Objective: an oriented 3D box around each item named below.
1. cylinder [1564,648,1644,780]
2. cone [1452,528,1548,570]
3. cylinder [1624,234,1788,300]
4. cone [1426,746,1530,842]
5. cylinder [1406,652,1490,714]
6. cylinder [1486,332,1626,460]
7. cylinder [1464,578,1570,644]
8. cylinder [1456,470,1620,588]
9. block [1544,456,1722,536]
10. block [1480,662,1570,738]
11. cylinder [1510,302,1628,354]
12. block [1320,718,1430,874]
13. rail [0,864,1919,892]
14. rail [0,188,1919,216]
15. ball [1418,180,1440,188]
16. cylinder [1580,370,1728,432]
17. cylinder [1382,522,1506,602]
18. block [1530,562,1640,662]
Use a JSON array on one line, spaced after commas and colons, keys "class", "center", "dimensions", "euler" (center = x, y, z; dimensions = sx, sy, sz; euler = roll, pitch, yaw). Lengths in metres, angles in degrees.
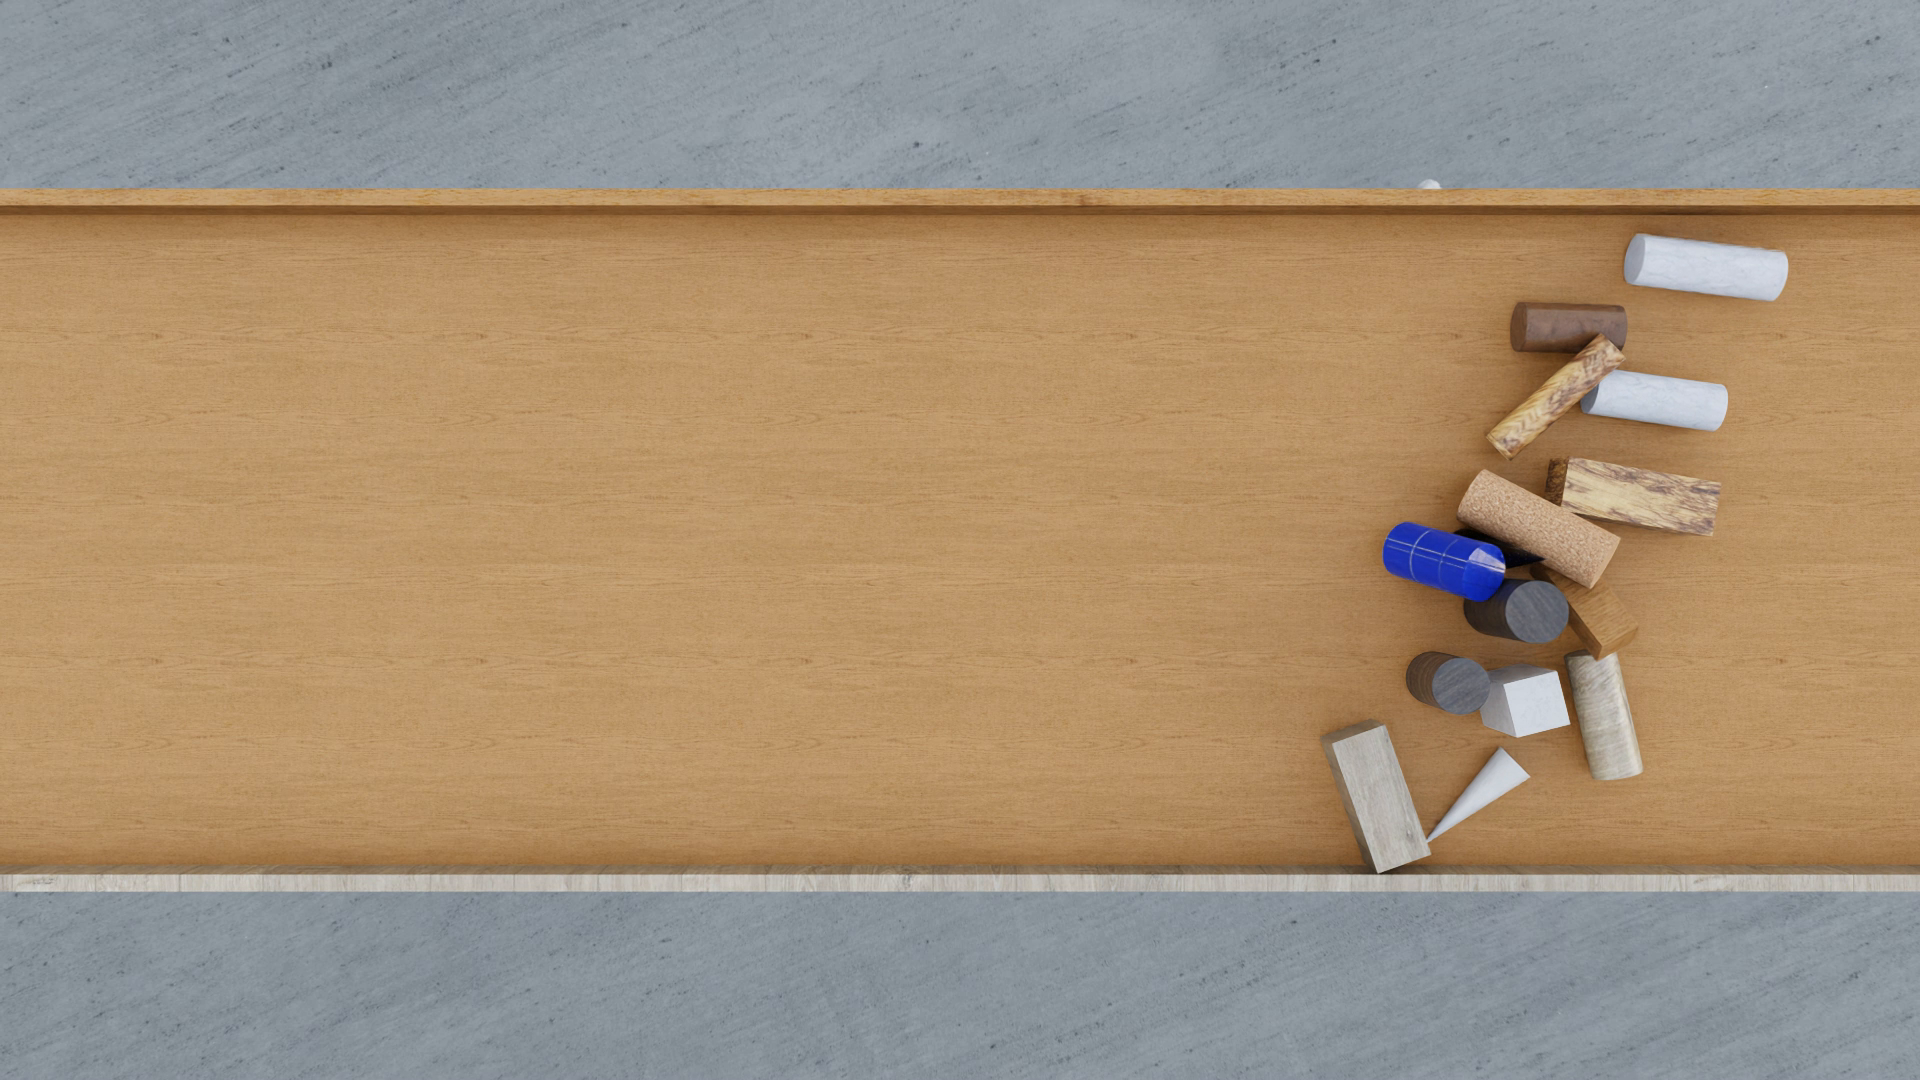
[{"class": "cylinder", "center": [1.951, 0.523, 5.001], "dimensions": [0.151, 0.151, 0.380], "euler": [-13, 90, 0]}, {"class": "cone", "center": [1.599, 0.048, 4.841], "dimensions": [0.153, 0.448, 0.153], "euler": [0, 92, -13]}, {"class": "cylinder", "center": [2.258, -0.827, 5.000], "dimensions": [0.429, 0.153, 0.153], "euler": [7, 90, 0]}, {"class": "cone", "center": [1.550, 0.812, 5.045], "dimensions": [0.126, 0.126, 0.397], "euler": [45, 99, 0]}, {"class": "cylinder", "center": [1.446, 0.422, 4.904], "dimensions": [0.165, 0.337, 0.165], "euler": [0, 89, 3]}, {"class": "cylinder", "center": [1.787, -0.428, 4.956], "dimensions": [0.108, 0.108, 0.443], "euler": [45, 108, 0]}, {"class": "cylinder", "center": [1.634, 0.204, 4.865], "dimensions": [0.179, 0.419, 0.179], "euler": [0, 90, 1]}, {"class": "cylinder", "center": [1.717, -0.035, 4.909], "dimensions": [0.433, 0.172, 0.172], "euler": [32, 90, 24]}, {"class": "block", "center": [2.029, -0.130, 4.995], "dimensions": [0.460, 0.162, 0.162], "euler": [10, 90, 0]}, {"class": "block", "center": [1.670, 0.475, 4.924], "dimensions": [0.159, 0.304, 0.159], "euler": [-14, 90, 0]}, {"class": "cylinder", "center": [1.844, -0.641, 5.001], "dimensions": [0.301, 0.151, 0.151], "euler": [2, 90, 0]}, {"class": "block", "center": [1.254, 0.771, 4.992], "dimensions": [0.169, 0.169, 0.410], "euler": [-20, 90, 0]}, {"class": "rail", "center": [-2.247, 1.025, 5.001], "dimensions": [12.000, 0.150, 0.050], "euler": [0, 90, 0]}, {"class": "rail", "center": [-2.247, -1.025, 5.002], "dimensions": [12.000, 0.150, 0.050], "euler": [0, 90, 0]}, {"class": "ball", "center": [7.037, -5.222, 24.754], "dimensions": [0.362, 0.362, 0.362], "euler": [0, 90, 0]}, {"class": "cylinder", "center": [2.103, -0.428, 5.005], "dimensions": [0.388, 0.144, 0.144], "euler": [8, 90, 0]}, {"class": "cylinder", "center": [1.432, 0.061, 4.894], "dimensions": [0.171, 0.324, 0.171], "euler": [-8, 106, -28]}, {"class": "block", "center": [1.867, 0.176, 4.941], "dimensions": [0.125, 0.125, 0.338], "euler": [-29, 62, -1]}]
